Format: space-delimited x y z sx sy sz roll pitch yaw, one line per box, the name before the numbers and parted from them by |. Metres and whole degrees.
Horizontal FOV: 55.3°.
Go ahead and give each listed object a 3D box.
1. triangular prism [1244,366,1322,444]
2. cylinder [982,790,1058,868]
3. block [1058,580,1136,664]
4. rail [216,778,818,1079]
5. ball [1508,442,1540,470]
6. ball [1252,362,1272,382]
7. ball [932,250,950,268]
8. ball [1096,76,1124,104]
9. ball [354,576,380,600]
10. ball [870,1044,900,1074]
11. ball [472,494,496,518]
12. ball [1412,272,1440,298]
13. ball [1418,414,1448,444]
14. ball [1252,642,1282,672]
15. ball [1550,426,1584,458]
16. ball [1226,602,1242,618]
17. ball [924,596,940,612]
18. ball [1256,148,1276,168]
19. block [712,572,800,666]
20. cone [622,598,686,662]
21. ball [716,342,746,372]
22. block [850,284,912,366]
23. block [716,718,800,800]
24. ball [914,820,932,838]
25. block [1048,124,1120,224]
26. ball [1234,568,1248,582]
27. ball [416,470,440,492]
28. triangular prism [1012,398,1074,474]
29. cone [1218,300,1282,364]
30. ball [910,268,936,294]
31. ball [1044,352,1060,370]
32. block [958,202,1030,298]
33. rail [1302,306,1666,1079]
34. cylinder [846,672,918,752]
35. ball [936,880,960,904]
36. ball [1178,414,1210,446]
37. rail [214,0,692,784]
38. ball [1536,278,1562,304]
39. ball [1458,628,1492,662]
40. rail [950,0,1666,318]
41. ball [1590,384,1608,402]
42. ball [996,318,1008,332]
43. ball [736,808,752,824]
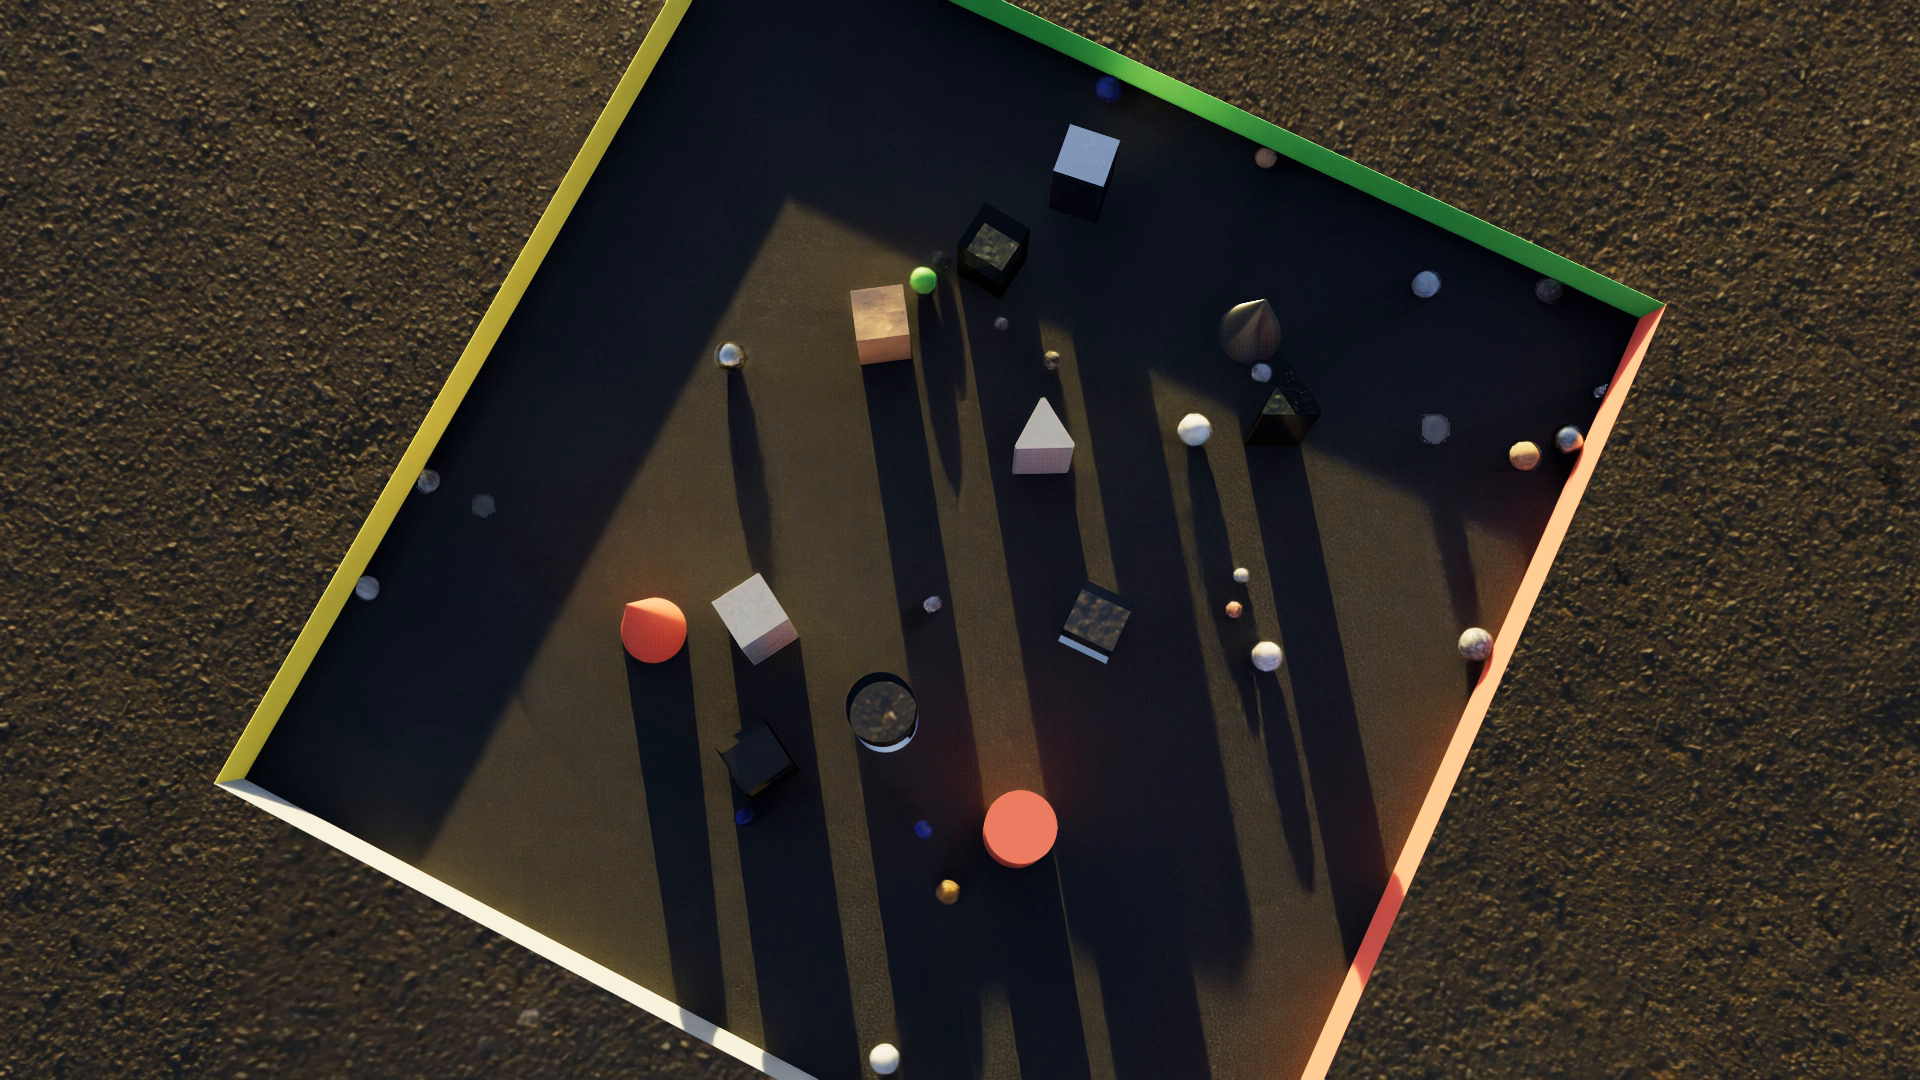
triangular prism | 0.965 -0.405 5.517 0.173 0.360 0.150 0 78 0
cylinder | 0.167 0.829 5.227 0.200 0.426 0.200 0 78 0
block | 0.404 0.245 5.440 0.160 0.246 0.160 25 79 5
rail | -0.717 1.411 5.257 3.234 0.130 0.045 26 80 5
ball | 1.731 -0.258 5.625 0.089 0.089 0.089 0 78 0
ball | 0.937 -0.521 5.693 0.061 0.061 0.061 0 78 0
ball | -0.058 -0.883 5.771 0.056 0.056 0.056 0 78 0
ball | 0.481 -1.443 5.872 0.085 0.085 0.085 0 78 0
ball | -1.794 0.145 5.550 0.072 0.072 0.072 0 78 0
ball | -0.216 1.491 5.264 0.086 0.086 0.086 0 78 0
ball | -1.455 -0.104 5.603 0.068 0.068 0.068 0 78 0
ball | 1.458 -0.800 5.740 0.083 0.083 0.083 0 78 0
ball | 1.454 -0.340 5.641 0.091 0.091 0.091 0 78 0
ball | 0.920 0.349 5.499 0.089 0.089 0.089 0 78 0
ball | 1.865 -0.302 5.630 0.095 0.095 0.095 0 78 0
ball | 0.828 0.211 5.548 0.049 0.049 0.049 0 78 0
ball | -0.086 0.196 5.552 0.047 0.047 0.047 0 78 0
ball | 0.975 -1.217 5.835 0.067 0.067 0.067 0 78 0
block | -0.598 0.236 5.390 0.160 0.348 0.160 -33 80 -6
cone | -0.929 0.227 5.330 0.200 0.470 0.200 0 78 0
ball | -0.710 -0.569 5.686 0.096 0.096 0.096 0 78 0
block | -0.242 -0.660 5.629 0.160 0.243 0.160 -8 78 -2
block | -0.588 0.641 5.347 0.160 0.268 0.160 -33 80 -7
ball | -0.111 0.853 5.414 0.052 0.052 0.052 0 78 0
block | 0.384 -1.136 5.701 0.160 0.296 0.160 19 79 4
ball | 0.853 0.108 5.571 0.045 0.045 0.045 0 78 0
ball | -1.631 -0.183 5.620 0.069 0.069 0.069 0 78 0
triangular prism | 0.246 -0.314 5.522 0.173 0.312 0.150 -1 78 0
cone | 0.908 -0.682 5.591 0.200 0.327 0.200 0 78 0
ball | -0.115 -0.811 5.742 0.084 0.084 0.084 0 78 0
ball | 0.286 -0.557 5.704 0.055 0.055 0.055 0 78 0
block | 0.101 -0.892 5.668 0.160 0.260 0.160 32 80 6
rail | 1.425 0.705 5.404 0.045 0.130 3.254 26 80 5
cylinder | -0.224 0.506 5.346 0.200 0.325 0.200 0 78 0
ball | -0.035 1.030 5.368 0.070 0.070 0.070 0 78 0
ball | 0.721 -0.339 5.636 0.100 0.100 0.100 0 78 0
rail | -1.425 -0.691 5.692 0.045 0.130 3.254 26 80 5
ball | 1.846 -0.778 5.737 0.080 0.080 0.080 0 78 0
ball | 1.548 0.313 5.501 0.099 0.099 0.099 0 78 0
rail | 0.717 -1.397 5.839 3.234 0.130 0.045 26 80 5
ball | 1.984 -0.455 5.682 0.056 0.056 0.056 0 78 0
ball | 0.132 -0.674 5.735 0.040 0.040 0.040 0 78 0
ball | -0.637 0.818 5.422 0.049 0.049 0.049 0 78 0
